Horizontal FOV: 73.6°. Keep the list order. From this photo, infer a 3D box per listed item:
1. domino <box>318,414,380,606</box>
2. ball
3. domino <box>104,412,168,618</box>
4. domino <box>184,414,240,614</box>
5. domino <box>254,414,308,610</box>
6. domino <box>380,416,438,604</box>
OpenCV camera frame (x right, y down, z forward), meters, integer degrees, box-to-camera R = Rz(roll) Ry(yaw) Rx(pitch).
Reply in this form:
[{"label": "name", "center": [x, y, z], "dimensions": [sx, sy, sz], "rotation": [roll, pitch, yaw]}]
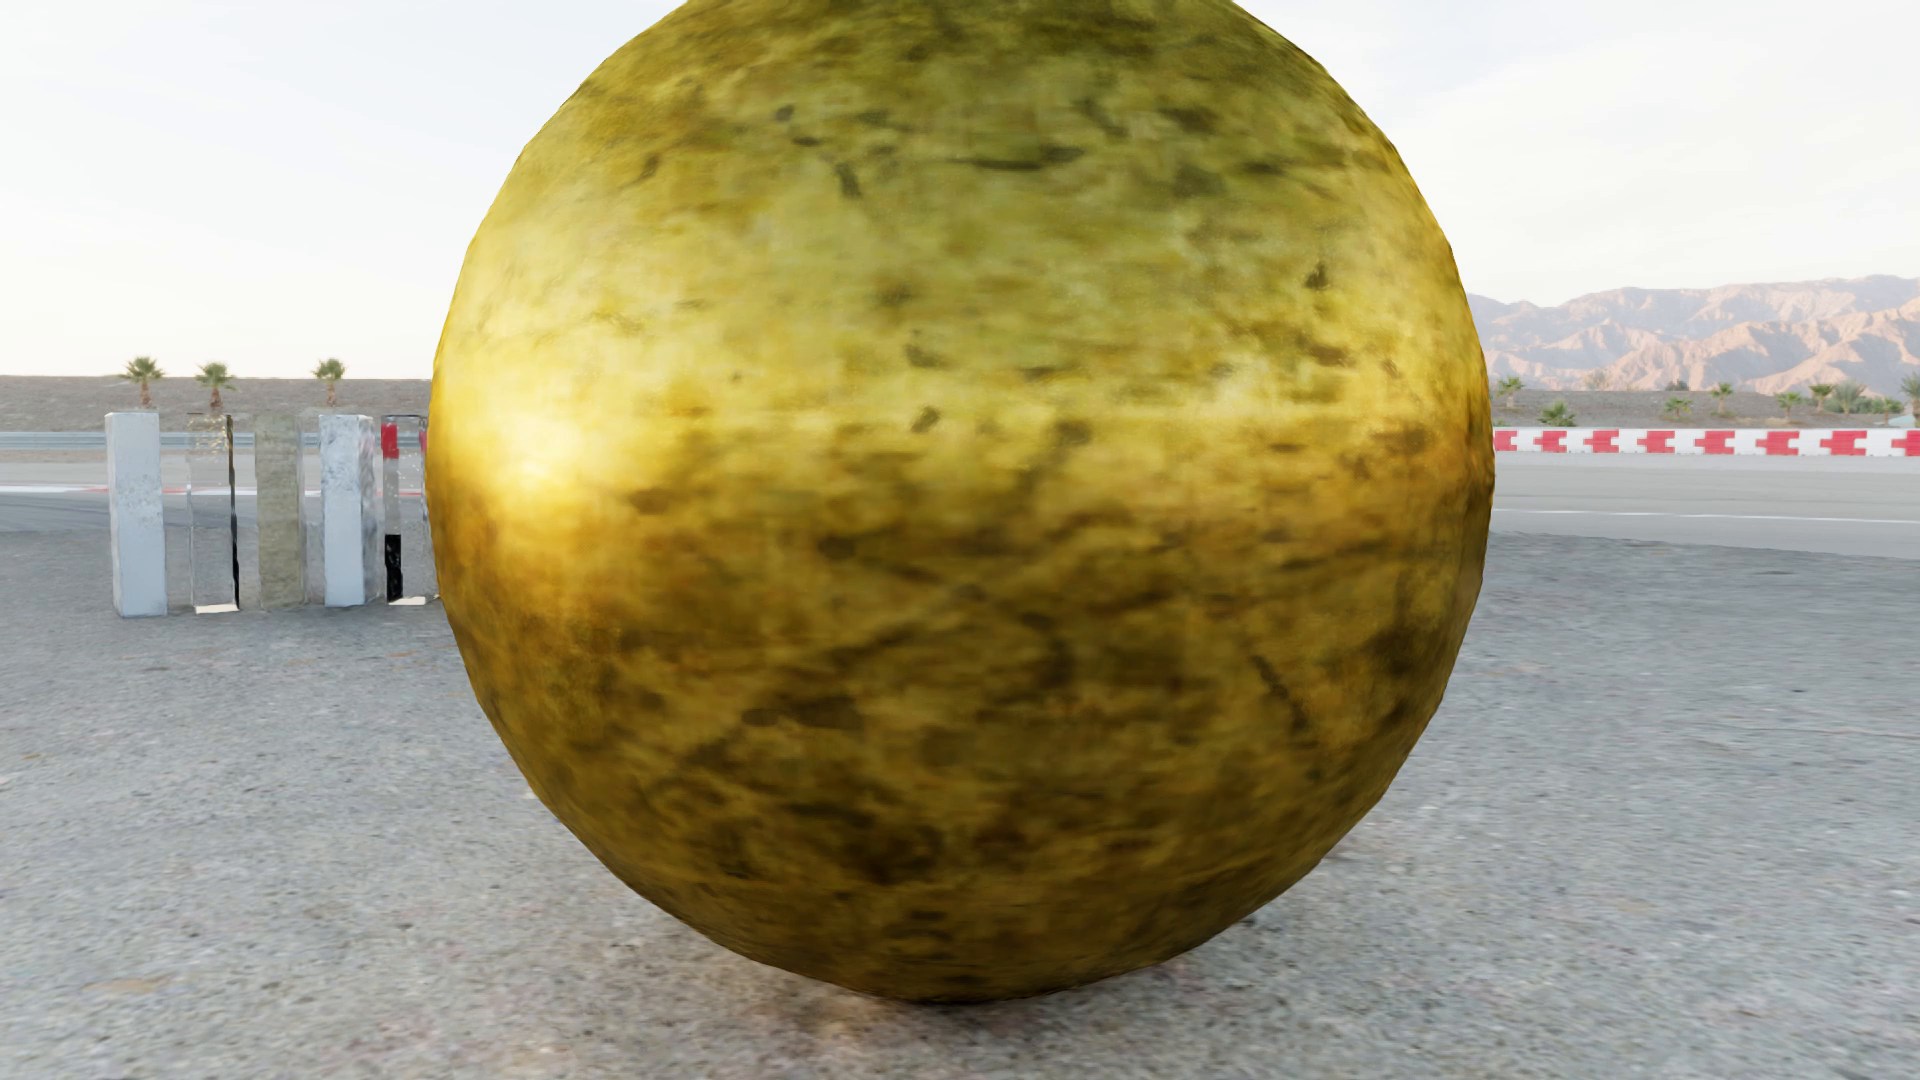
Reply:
[{"label": "domino", "center": [-0.165, -0.009, 0.347], "dimensions": [0.010, 0.050, 0.025], "rotation": [-1, 4, -16]}, {"label": "ball", "center": [0.000, -0.005, 0.103], "dimensions": [0.080, 0.080, 0.080], "rotation": [0, 4, 0]}, {"label": "domino", "center": [-0.208, -0.007, 0.324], "dimensions": [0.009, 0.050, 0.025], "rotation": [-3, 5, -37]}, {"label": "domino", "center": [-0.195, -0.007, 0.334], "dimensions": [0.010, 0.050, 0.025], "rotation": [-3, 5, -33]}, {"label": "domino", "center": [-0.181, -0.008, 0.342], "dimensions": [0.010, 0.050, 0.025], "rotation": [-2, 5, -23]}, {"label": "domino", "center": [-0.149, -0.009, 0.351], "dimensions": [0.010, 0.050, 0.025], "rotation": [-1, 4, -9]}]
